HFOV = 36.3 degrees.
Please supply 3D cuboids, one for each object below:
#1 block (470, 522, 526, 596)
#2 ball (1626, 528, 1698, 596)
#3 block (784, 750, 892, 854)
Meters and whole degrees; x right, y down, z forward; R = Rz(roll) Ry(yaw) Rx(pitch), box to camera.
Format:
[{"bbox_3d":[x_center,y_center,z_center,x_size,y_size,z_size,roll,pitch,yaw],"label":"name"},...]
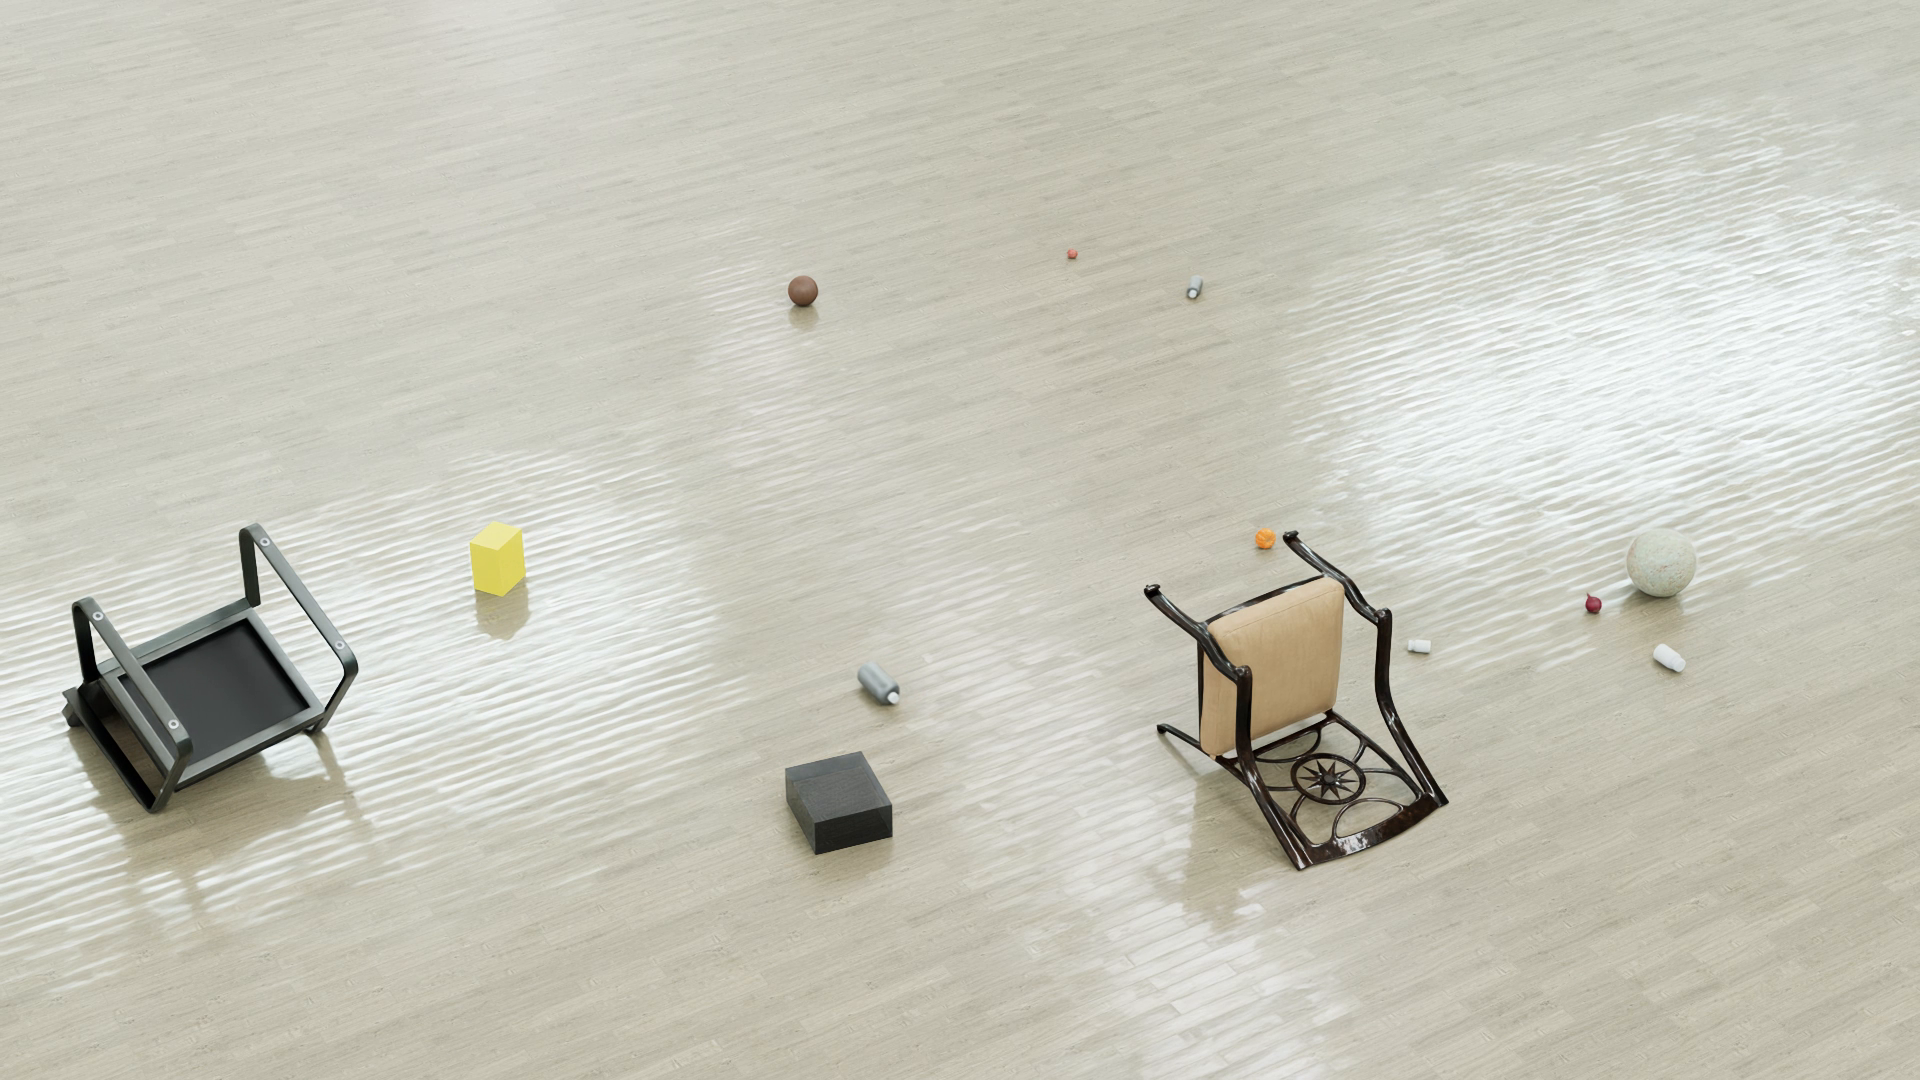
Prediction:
[{"bbox_3d":[-1.680,0.068,10.657,0.121,0.202,0.157,15,36,21],"label":"block"},{"bbox_3d":[2.535,0.081,10.595,0.249,0.249,0.249,0,33,0],"label":"ball"},{"bbox_3d":[-0.394,0.853,9.529,0.264,0.133,0.302,-12,35,-17],"label":"block"}]
